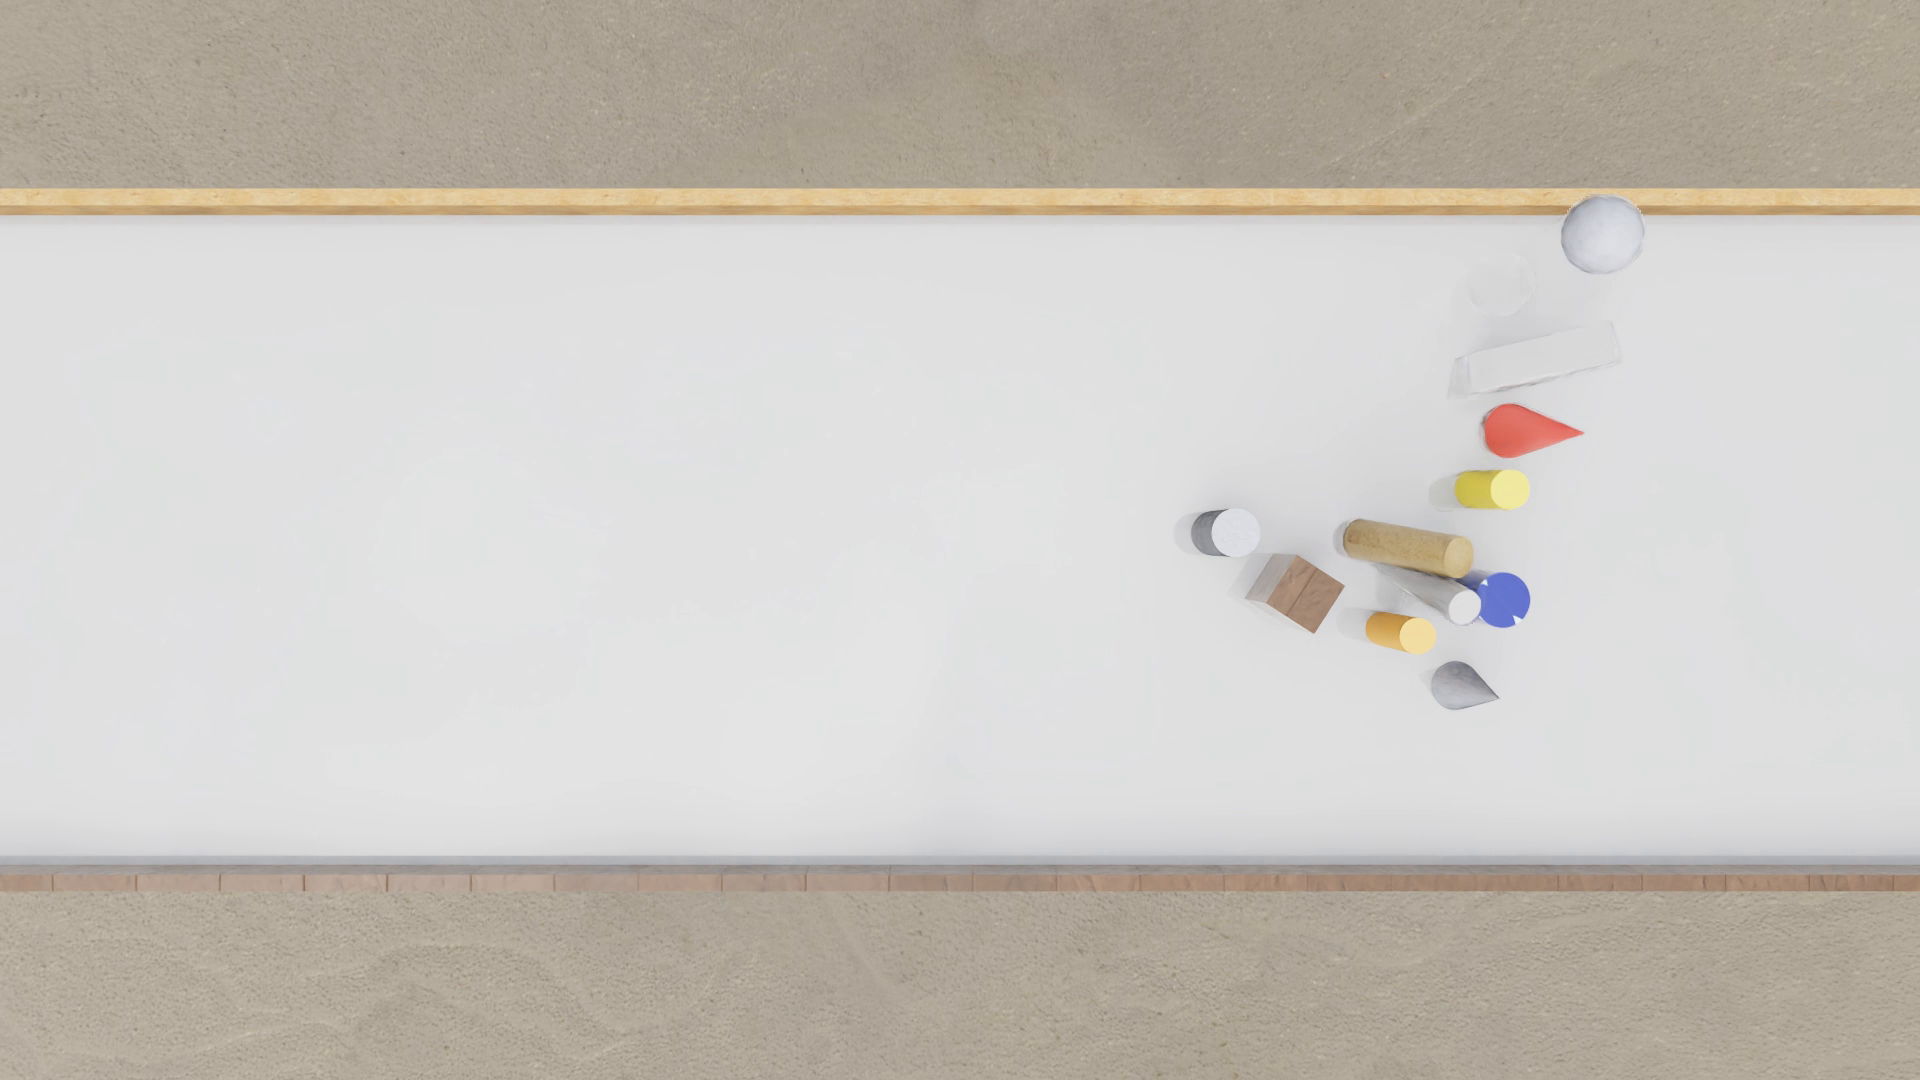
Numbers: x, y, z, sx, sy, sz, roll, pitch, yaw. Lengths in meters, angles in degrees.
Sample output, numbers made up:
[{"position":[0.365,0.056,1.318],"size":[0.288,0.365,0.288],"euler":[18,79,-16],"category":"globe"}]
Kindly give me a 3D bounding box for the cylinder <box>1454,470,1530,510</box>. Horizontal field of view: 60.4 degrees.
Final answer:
[{"position":[1.583,-0.152,4.917],"size":[0.116,0.313,0.116],"euler":[0,92,-2],"category":"cylinder"}]

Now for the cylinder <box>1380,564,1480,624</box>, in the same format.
[{"position":[1.382,0.132,4.863],"size":[0.100,0.418,0.100],"euler":[-4,107,-13],"category":"cylinder"}]

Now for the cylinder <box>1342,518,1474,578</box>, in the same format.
[{"position":[1.321,0.023,4.876],"size":[0.123,0.397,0.123],"euler":[-6,101,-31],"category":"cylinder"}]

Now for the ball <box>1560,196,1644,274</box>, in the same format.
[{"position":[1.807,-0.857,4.639],"size":[0.219,0.219,0.219],"euler":[0,90,0],"category":"ball"}]

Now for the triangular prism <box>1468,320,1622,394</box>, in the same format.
[{"position":[1.735,-0.513,4.903],"size":[0.414,0.122,0.141],"euler":[-12,116,28],"category":"triangular prism"}]

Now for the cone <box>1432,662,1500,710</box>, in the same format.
[{"position":[1.525,0.448,4.865],"size":[0.151,0.422,0.151],"euler":[0,90,0],"category":"cone"}]

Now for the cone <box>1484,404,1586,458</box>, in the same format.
[{"position":[1.726,-0.317,4.852],"size":[0.170,0.424,0.170],"euler":[-1,95,-10],"category":"cone"}]

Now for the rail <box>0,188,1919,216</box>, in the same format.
[{"position":[-2.247,-1.025,5.002],"size":[12.000,0.150,0.050],"euler":[0,90,0],"category":"rail"}]

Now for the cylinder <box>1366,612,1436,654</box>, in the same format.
[{"position":[1.300,0.273,4.878],"size":[0.104,0.397,0.104],"euler":[0,90,0],"category":"cylinder"}]

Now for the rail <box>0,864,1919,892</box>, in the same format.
[{"position":[-2.247,1.025,5.001],"size":[12.000,0.150,0.050],"euler":[0,90,0],"category":"rail"}]

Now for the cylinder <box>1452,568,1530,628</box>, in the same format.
[{"position":[1.542,0.166,4.892],"size":[0.160,0.361,0.160],"euler":[0,92,-3],"category":"cylinder"}]

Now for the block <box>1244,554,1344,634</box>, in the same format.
[{"position":[0.989,0.156,4.899],"size":[0.165,0.355,0.165],"euler":[33,90,0],"category":"block"}]

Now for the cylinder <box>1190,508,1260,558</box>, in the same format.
[{"position":[0.780,-0.020,4.867],"size":[0.138,0.420,0.138],"euler":[0,90,0],"category":"cylinder"}]
